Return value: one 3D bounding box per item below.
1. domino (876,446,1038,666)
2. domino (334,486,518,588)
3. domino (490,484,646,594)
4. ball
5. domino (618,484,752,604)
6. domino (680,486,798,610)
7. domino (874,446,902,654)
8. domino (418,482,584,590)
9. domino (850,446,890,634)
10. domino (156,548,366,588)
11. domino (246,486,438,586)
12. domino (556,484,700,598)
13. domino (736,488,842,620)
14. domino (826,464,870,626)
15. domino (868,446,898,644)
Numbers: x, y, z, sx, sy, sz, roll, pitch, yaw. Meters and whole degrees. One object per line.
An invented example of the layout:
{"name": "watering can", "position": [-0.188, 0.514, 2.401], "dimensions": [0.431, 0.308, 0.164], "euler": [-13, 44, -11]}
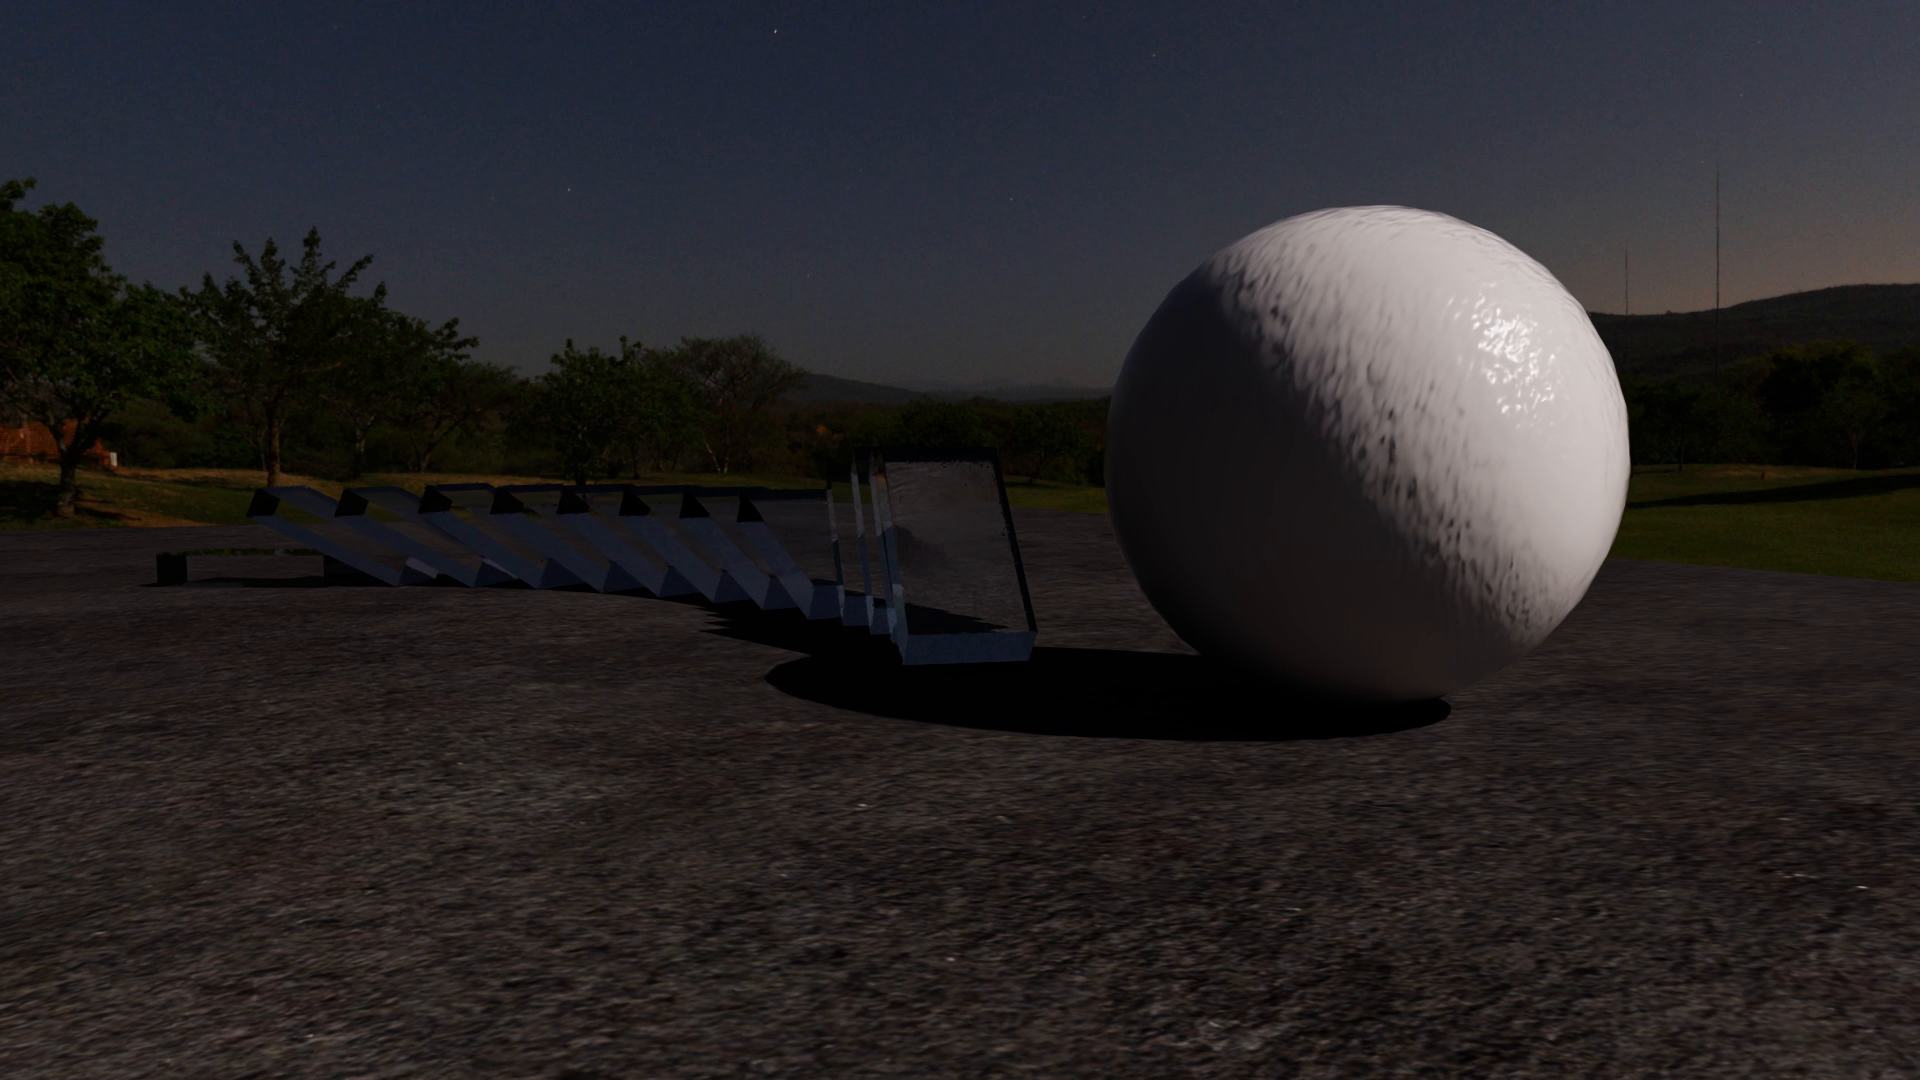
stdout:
{"name": "domino", "position": [-0.002, 0.002, 0.262], "dimensions": [0.025, 0.009, 0.050], "euler": [-1, 49, -12]}
{"name": "domino", "position": [-0.162, -0.002, 0.395], "dimensions": [0.050, 0.009, 0.025], "euler": [25, 9, 9]}
{"name": "domino", "position": [-0.114, -0.001, 0.386], "dimensions": [0.050, 0.009, 0.025], "euler": [30, 18, 24]}
{"name": "ball", "position": [0.063, -0.013, 0.207], "dimensions": [0.080, 0.080, 0.080], "euler": [0, 4, 0]}
{"name": "domino", "position": [-0.072, 0.000, 0.365], "dimensions": [0.025, 0.009, 0.050], "euler": [-5, 32, -47]}
{"name": "domino", "position": [-0.054, 0.001, 0.350], "dimensions": [0.025, 0.009, 0.050], "euler": [-3, 31, -39]}
{"name": "domino", "position": [-0.003, 0.001, 0.276], "dimensions": [0.025, 0.009, 0.050], "euler": [-1, 49, -12]}
{"name": "domino", "position": [-0.137, -0.002, 0.392], "dimensions": [0.050, 0.009, 0.025], "euler": [29, 14, 19]}
{"name": "domino", "position": [-0.011, -0.001, 0.302], "dimensions": [0.025, 0.009, 0.050], "euler": [-1, 49, -12]}
{"name": "domino", "position": [-0.213, 0.008, 0.392], "dimensions": [0.050, 0.009, 0.025], "euler": [0, 4, 1]}
{"name": "domino", "position": [-0.187, -0.002, 0.394], "dimensions": [0.050, 0.009, 0.025], "euler": [25, 5, 1]}
{"name": "domino", "position": [-0.093, -0.001, 0.377], "dimensions": [0.050, 0.009, 0.025], "euler": [33, 22, 30]}
{"name": "domino", "position": [-0.037, 0.003, 0.333], "dimensions": [0.025, 0.010, 0.050], "euler": [-3, 30, -31]}
{"name": "domino", "position": [-0.018, 0.000, 0.317], "dimensions": [0.025, 0.010, 0.050], "euler": [0, 41, -11]}
{"name": "domino", "position": [-0.005, 0.000, 0.289], "dimensions": [0.025, 0.009, 0.050], "euler": [-1, 49, -11]}
